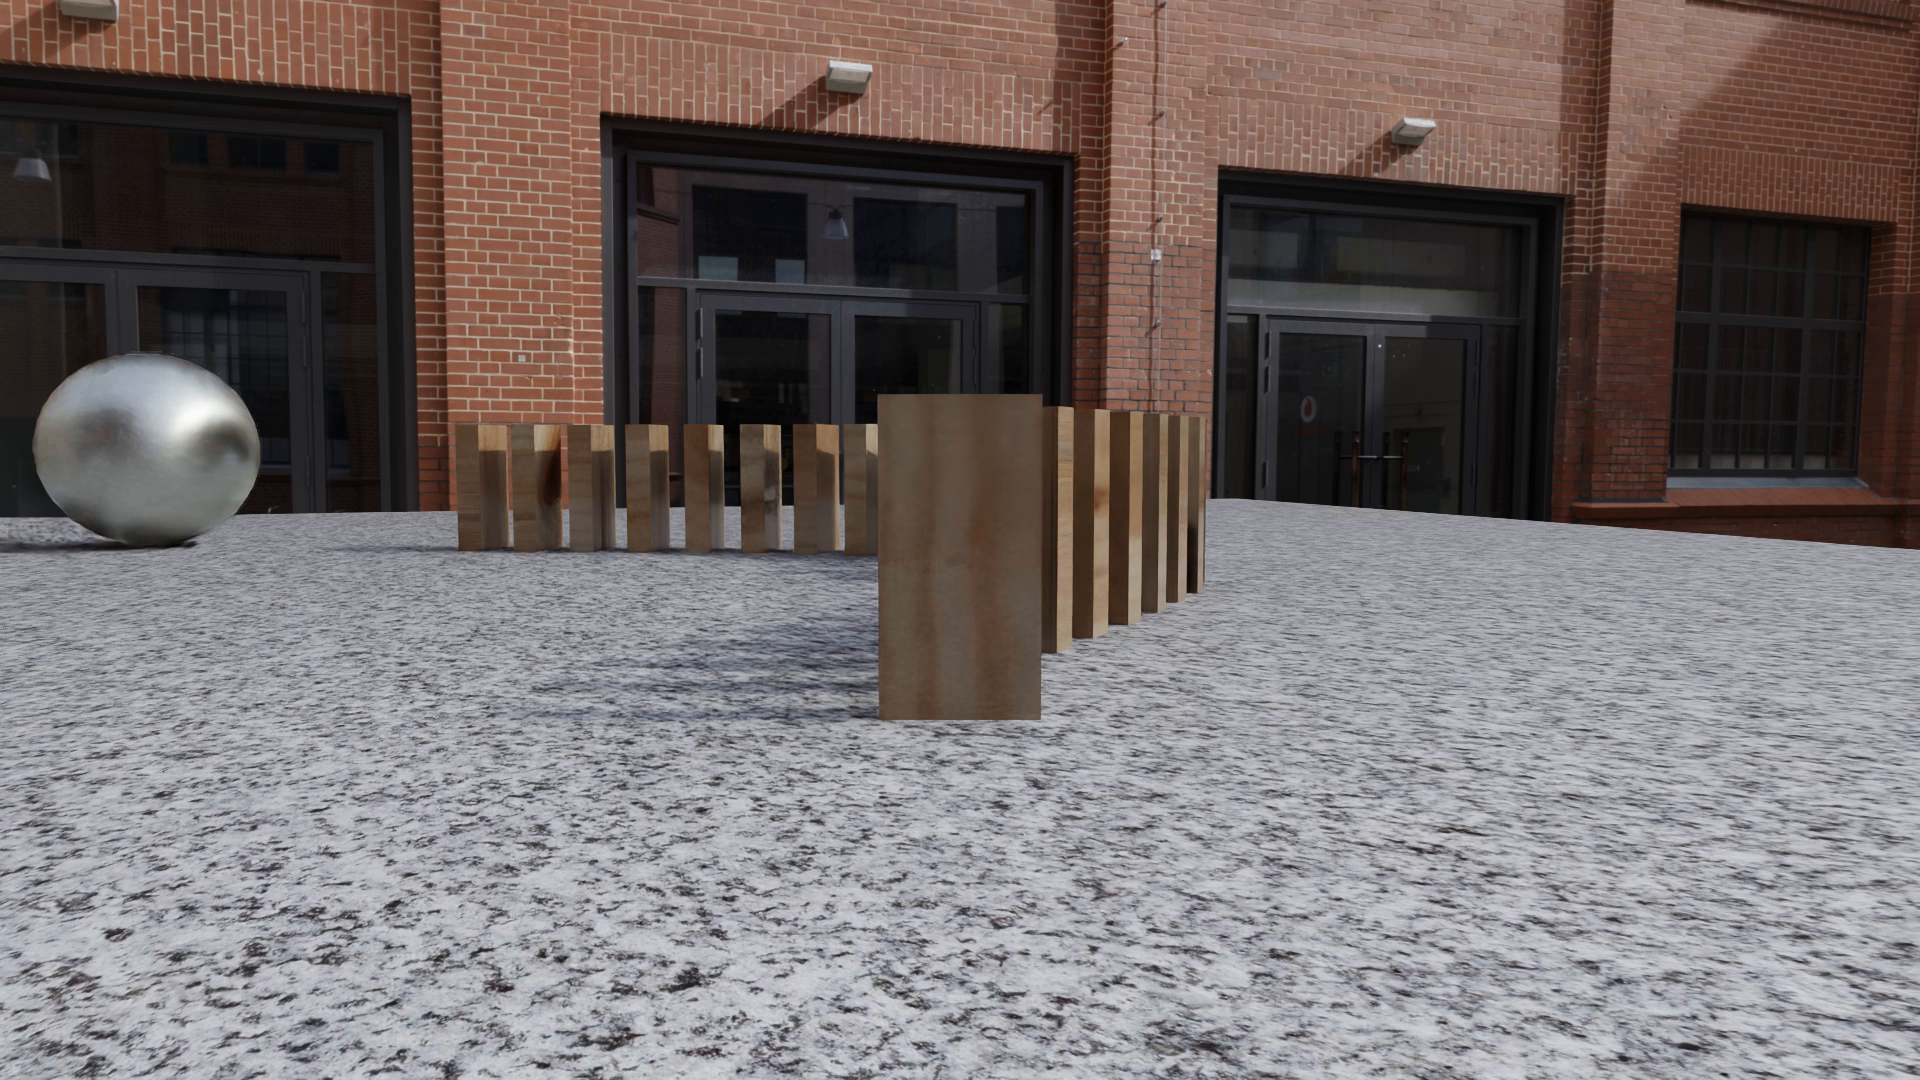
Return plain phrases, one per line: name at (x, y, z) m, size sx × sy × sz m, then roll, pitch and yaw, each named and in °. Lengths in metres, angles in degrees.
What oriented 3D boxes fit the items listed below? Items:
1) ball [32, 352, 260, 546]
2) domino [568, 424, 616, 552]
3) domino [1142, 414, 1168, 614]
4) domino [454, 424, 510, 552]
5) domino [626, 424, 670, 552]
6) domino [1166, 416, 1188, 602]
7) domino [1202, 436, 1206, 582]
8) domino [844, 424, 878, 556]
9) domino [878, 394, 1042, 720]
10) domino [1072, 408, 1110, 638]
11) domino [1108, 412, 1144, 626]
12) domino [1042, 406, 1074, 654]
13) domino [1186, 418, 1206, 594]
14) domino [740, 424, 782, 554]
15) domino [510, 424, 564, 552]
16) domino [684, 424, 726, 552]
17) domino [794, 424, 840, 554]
ball at (-0.337, -0.038, 0.534) m, size 0.080 × 0.080 × 0.080 m, roll 0°, pitch 4°, yaw 0°
domino at (-0.148, -0.021, 0.515) m, size 0.009 × 0.050 × 0.025 m, roll 0°, pitch 4°, yaw 6°
domino at (0.040, -0.007, 0.330) m, size 0.025 × 0.050 × 0.009 m, roll 2°, pitch 5°, yaw 22°
domino at (-0.193, -0.021, 0.520) m, size 0.009 × 0.050 × 0.025 m, roll 0°, pitch 4°, yaw 6°
domino at (-0.125, -0.021, 0.513) m, size 0.009 × 0.050 × 0.025 m, roll 0°, pitch 4°, yaw 4°
domino at (0.049, -0.009, 0.351) m, size 0.025 × 0.050 × 0.010 m, roll 2°, pitch 5°, yaw 23°
domino at (0.062, -0.012, 0.395) m, size 0.025 × 0.050 × 0.009 m, roll 0°, pitch 4°, yaw -5°
domino at (-0.035, -0.020, 0.498) m, size 0.010 × 0.050 × 0.025 m, roll 2°, pitch 5°, yaw 24°
domino at (0.000, 0.002, 0.201) m, size 0.025 × 0.050 × 0.009 m, roll 0°, pitch 4°, yaw 0°
domino at (0.020, -0.004, 0.289) m, size 0.025 × 0.050 × 0.009 m, roll 2°, pitch 5°, yaw 27°
domino at (0.030, -0.006, 0.309) m, size 0.025 × 0.050 × 0.010 m, roll 2°, pitch 5°, yaw 26°
domino at (0.010, -0.003, 0.268) m, size 0.025 × 0.050 × 0.009 m, roll 2°, pitch 5°, yaw 24°
domino at (0.057, -0.010, 0.372) m, size 0.025 × 0.050 × 0.010 m, roll 2°, pitch 5°, yaw 20°
domino at (-0.079, -0.021, 0.510) m, size 0.010 × 0.050 × 0.025 m, roll 1°, pitch 4°, yaw 7°
domino at (-0.170, -0.021, 0.518) m, size 0.009 × 0.050 × 0.025 m, roll 0°, pitch 4°, yaw 6°
domino at (-0.102, -0.021, 0.512) m, size 0.010 × 0.050 × 0.025 m, roll 0°, pitch 4°, yaw 3°
domino at (-0.056, -0.020, 0.505) m, size 0.010 × 0.050 × 0.025 m, roll 1°, pitch 4°, yaw 15°
